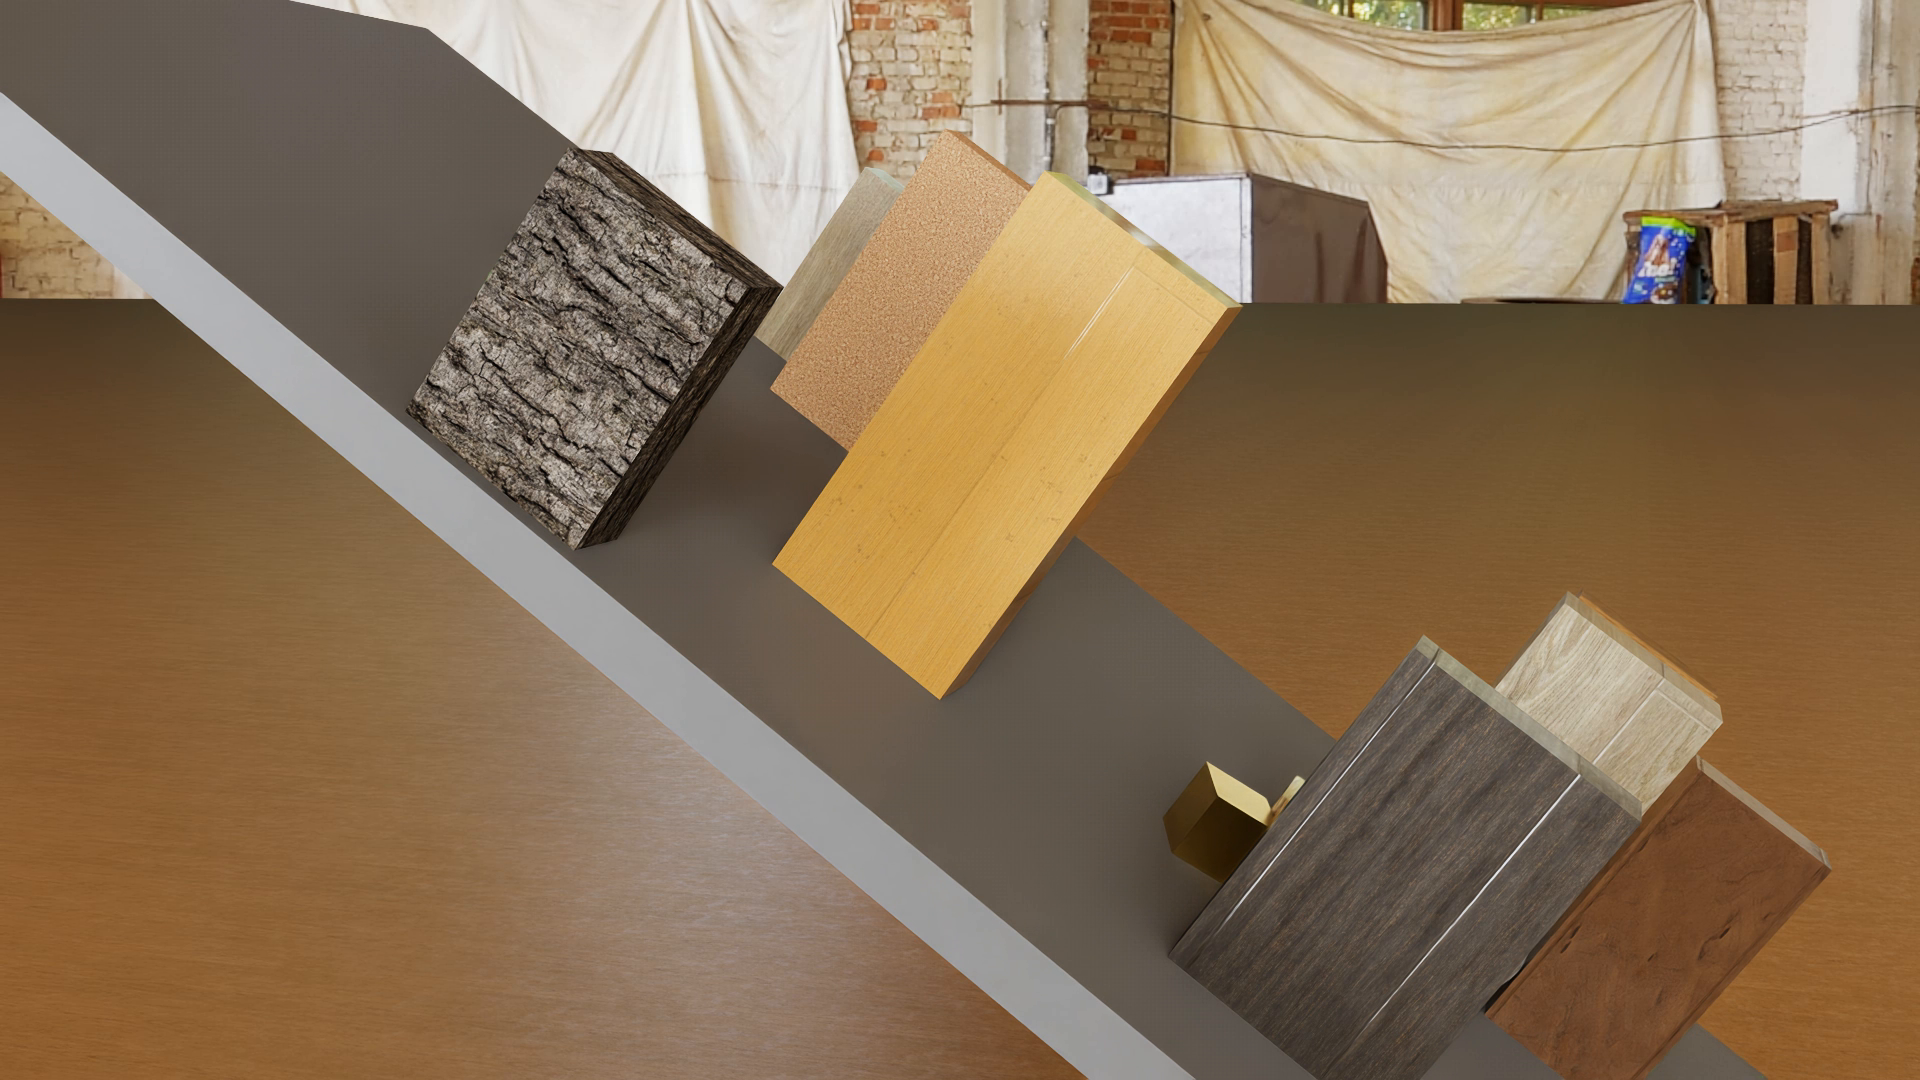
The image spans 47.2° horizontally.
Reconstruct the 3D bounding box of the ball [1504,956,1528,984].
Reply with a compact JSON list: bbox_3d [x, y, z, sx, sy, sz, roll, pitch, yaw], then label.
[{"bbox_3d":[0.923,0.710,3.937,0.190,0.190,0.190,0,7,0],"label":"ball"}]

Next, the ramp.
[{"bbox_3d":[-0.070,0.135,4.072,4.000,0.100,2.000,38,16,10],"label":"ramp"}]

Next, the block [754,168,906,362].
[{"bbox_3d":[-0.176,-0.519,4.750,0.346,0.442,0.108,38,16,10],"label":"block"}]

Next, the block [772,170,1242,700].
[{"bbox_3d":[0.070,-0.167,3.586,0.362,0.791,0.141,38,16,10],"label":"block"}]

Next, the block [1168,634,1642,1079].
[{"bbox_3d":[0.644,0.498,3.214,0.389,0.596,0.126,38,16,10],"label":"block"}]

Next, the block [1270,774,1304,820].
[{"bbox_3d":[0.585,0.534,3.796,0.161,0.161,0.161,38,16,10],"label":"block"}]

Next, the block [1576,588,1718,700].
[{"bbox_3d":[1.249,0.446,4.612,0.336,0.608,0.110,38,16,10],"label":"block"}]

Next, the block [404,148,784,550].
[{"bbox_3d":[-0.539,-0.280,3.233,0.337,0.471,0.141,38,16,10],"label":"block"}]

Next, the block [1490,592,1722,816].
[{"bbox_3d":[0.932,0.463,3.725,0.310,0.700,0.149,38,16,10],"label":"block"}]

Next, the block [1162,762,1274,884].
[{"bbox_3d":[0.438,0.481,3.704,0.128,0.128,0.128,32,16,-13],"label":"block"}]

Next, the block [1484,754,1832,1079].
[{"bbox_3d":[1.222,0.695,3.875,0.275,0.583,0.121,38,16,10],"label":"block"}]

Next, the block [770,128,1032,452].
[{"bbox_3d":[-0.094,-0.487,4.453,0.263,0.641,0.099,38,16,10],"label":"block"}]
